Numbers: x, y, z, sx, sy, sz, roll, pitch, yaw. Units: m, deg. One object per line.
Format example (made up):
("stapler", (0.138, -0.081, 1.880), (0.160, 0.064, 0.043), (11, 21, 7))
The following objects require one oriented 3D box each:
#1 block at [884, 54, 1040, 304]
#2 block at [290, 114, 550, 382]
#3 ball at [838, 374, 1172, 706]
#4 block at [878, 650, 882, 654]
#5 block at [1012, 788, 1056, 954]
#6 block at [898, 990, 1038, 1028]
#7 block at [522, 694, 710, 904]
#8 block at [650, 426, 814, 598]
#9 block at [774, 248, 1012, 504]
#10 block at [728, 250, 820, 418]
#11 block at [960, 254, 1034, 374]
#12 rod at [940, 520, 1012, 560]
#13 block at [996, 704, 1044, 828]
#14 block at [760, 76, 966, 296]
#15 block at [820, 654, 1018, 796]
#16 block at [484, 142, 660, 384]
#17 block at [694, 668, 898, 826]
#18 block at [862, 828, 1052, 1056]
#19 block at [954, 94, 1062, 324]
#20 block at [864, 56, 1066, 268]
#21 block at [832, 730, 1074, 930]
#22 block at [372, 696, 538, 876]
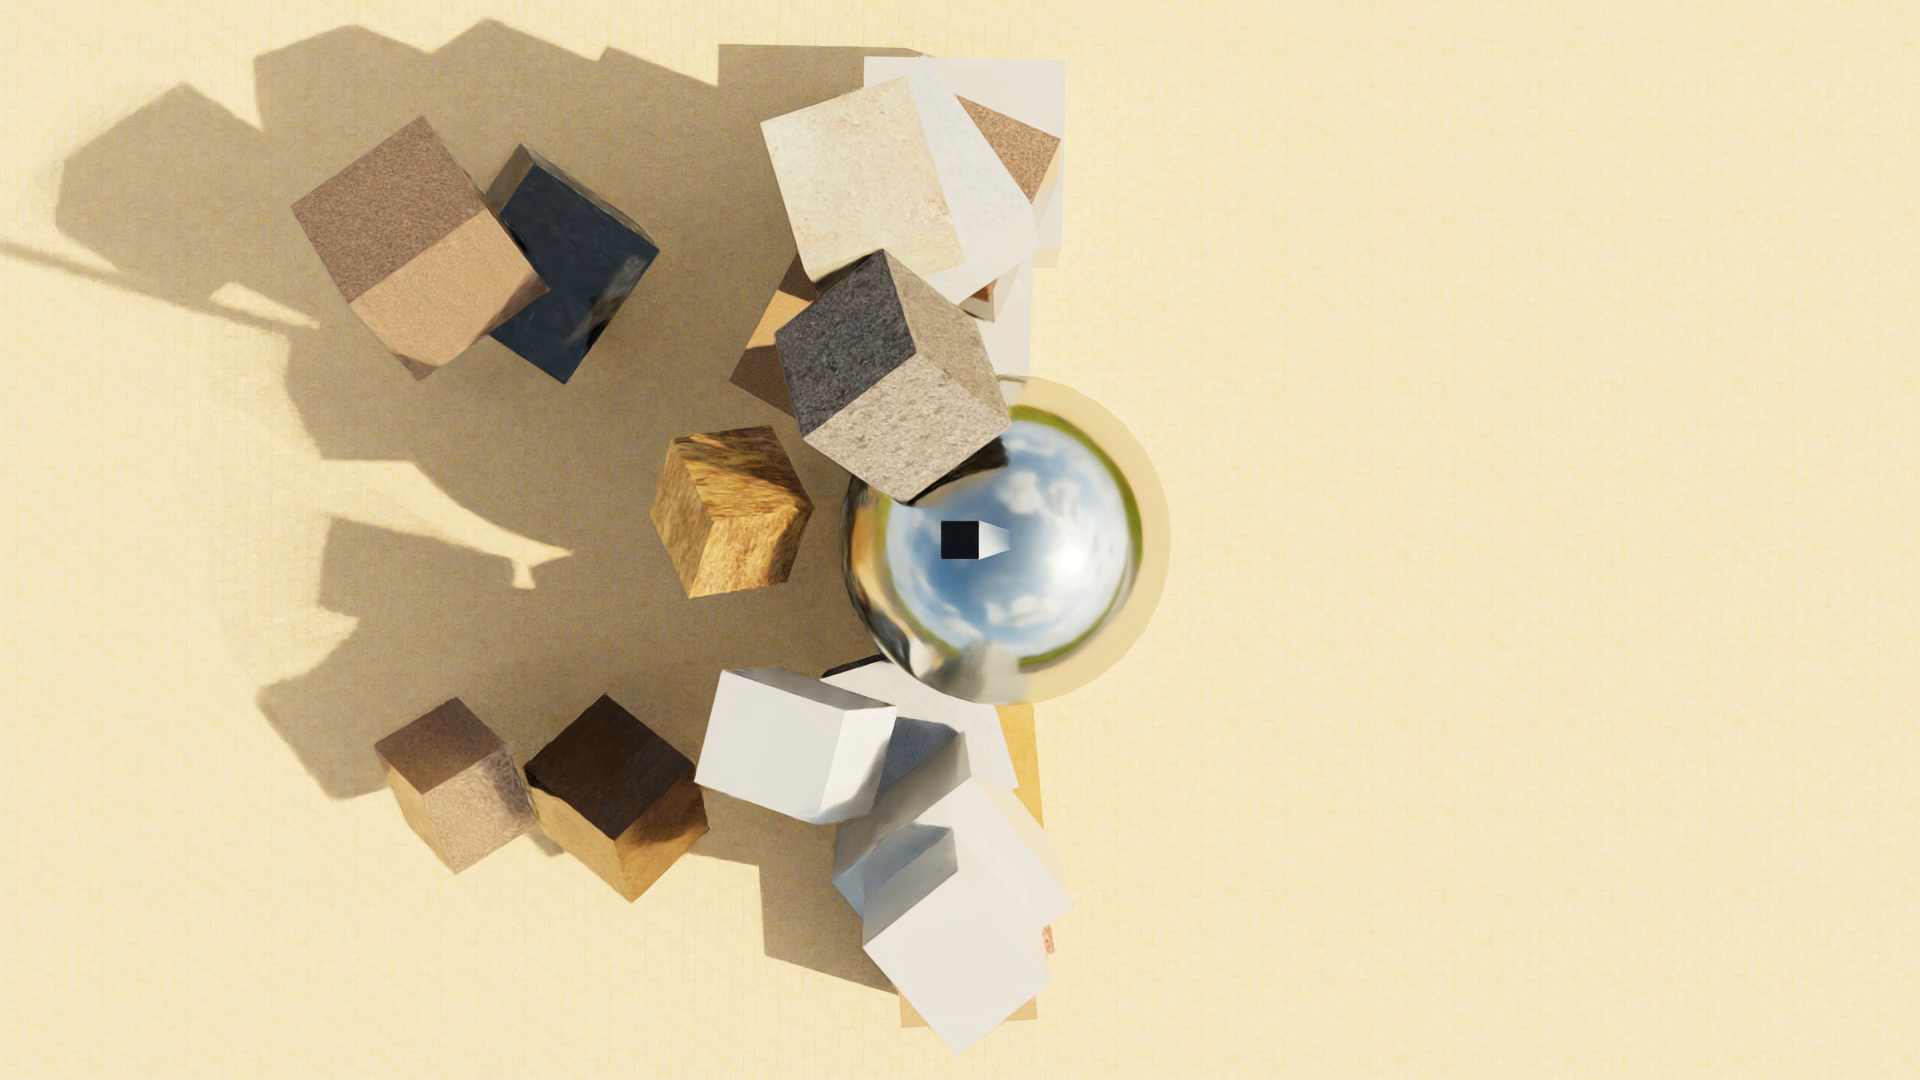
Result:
("block", (-0.210, -1.664, 10.742), (0.796, 0.781, 0.898), (-34, 80, 0))
("block", (-2.751, -1.486, 11.218), (0.816, 0.690, 0.843), (-36, 55, -3))
("ball", (0.216, 0.000, 10.574), (1.600, 1.600, 1.600), (0, 90, 0))
("block", (-0.002, 0.476, 12.582), (0.906, 0.836, 0.748), (0, 90, 0))
("block", (0.040, 1.797, 11.657), (0.706, 0.755, 0.789), (-16, 97, 1))
("block", (0.028, 2.307, 12.595), (0.758, 0.811, 0.751), (-4, 90, 0))
("block", (-1.930, 1.463, 12.422), (0.717, 0.742, 0.627), (34, 61, 23))
("block", (-1.115, -0.141, 10.676), (0.524, 0.553, 0.549), (-9, 53, -29))
("block", (-0.301, -0.719, 9.783), (0.650, 0.690, 0.674), (-36, 47, 20))
("block", (-0.547, -0.975, 11.602), (0.828, 0.916, 0.834), (29, 95, 9))
("block", (-0.051, -1.138, 12.529), (0.881, 0.941, 0.954), (2, 90, 0))
("rod", (0.094, 0.000, 7.176), (0.080, 5.200, 0.080), (0, 90, 2))
("block", (-0.050, 1.418, 12.526), (0.987, 0.947, 1.017), (-5, 90, 0))
("block", (-0.429, -1.574, 10.022), (0.681, 0.654, 0.717), (-18, 81, 3))
("block", (-0.209, 0.982, 11.626), (0.816, 0.848, 0.819), (-17, 90, 0))
("block", (-2.323, -1.550, 12.238), (0.816, 0.858, 0.905), (34, 95, -23))
("block", (-0.786, 0.986, 10.635), (0.680, 0.587, 0.554), (16, 94, 23))
("block", (-0.021, 1.821, 10.026), (0.545, 0.661, 0.659), (-39, 98, 4))
("block", (-0.048, -1.787, 11.621), (0.879, 0.880, 0.852), (24, 86, 4))
("block", (0.017, -2.136, 12.559), (1.110, 0.881, 1.034), (1, 90, 0))
("block", (-0.047, 1.592, 10.780), (0.825, 0.901, 0.795), (-37, 98, 4))
("block", (-2.800, 1.362, 12.214), (0.529, 0.595, 0.615), (-32, 131, -25))
